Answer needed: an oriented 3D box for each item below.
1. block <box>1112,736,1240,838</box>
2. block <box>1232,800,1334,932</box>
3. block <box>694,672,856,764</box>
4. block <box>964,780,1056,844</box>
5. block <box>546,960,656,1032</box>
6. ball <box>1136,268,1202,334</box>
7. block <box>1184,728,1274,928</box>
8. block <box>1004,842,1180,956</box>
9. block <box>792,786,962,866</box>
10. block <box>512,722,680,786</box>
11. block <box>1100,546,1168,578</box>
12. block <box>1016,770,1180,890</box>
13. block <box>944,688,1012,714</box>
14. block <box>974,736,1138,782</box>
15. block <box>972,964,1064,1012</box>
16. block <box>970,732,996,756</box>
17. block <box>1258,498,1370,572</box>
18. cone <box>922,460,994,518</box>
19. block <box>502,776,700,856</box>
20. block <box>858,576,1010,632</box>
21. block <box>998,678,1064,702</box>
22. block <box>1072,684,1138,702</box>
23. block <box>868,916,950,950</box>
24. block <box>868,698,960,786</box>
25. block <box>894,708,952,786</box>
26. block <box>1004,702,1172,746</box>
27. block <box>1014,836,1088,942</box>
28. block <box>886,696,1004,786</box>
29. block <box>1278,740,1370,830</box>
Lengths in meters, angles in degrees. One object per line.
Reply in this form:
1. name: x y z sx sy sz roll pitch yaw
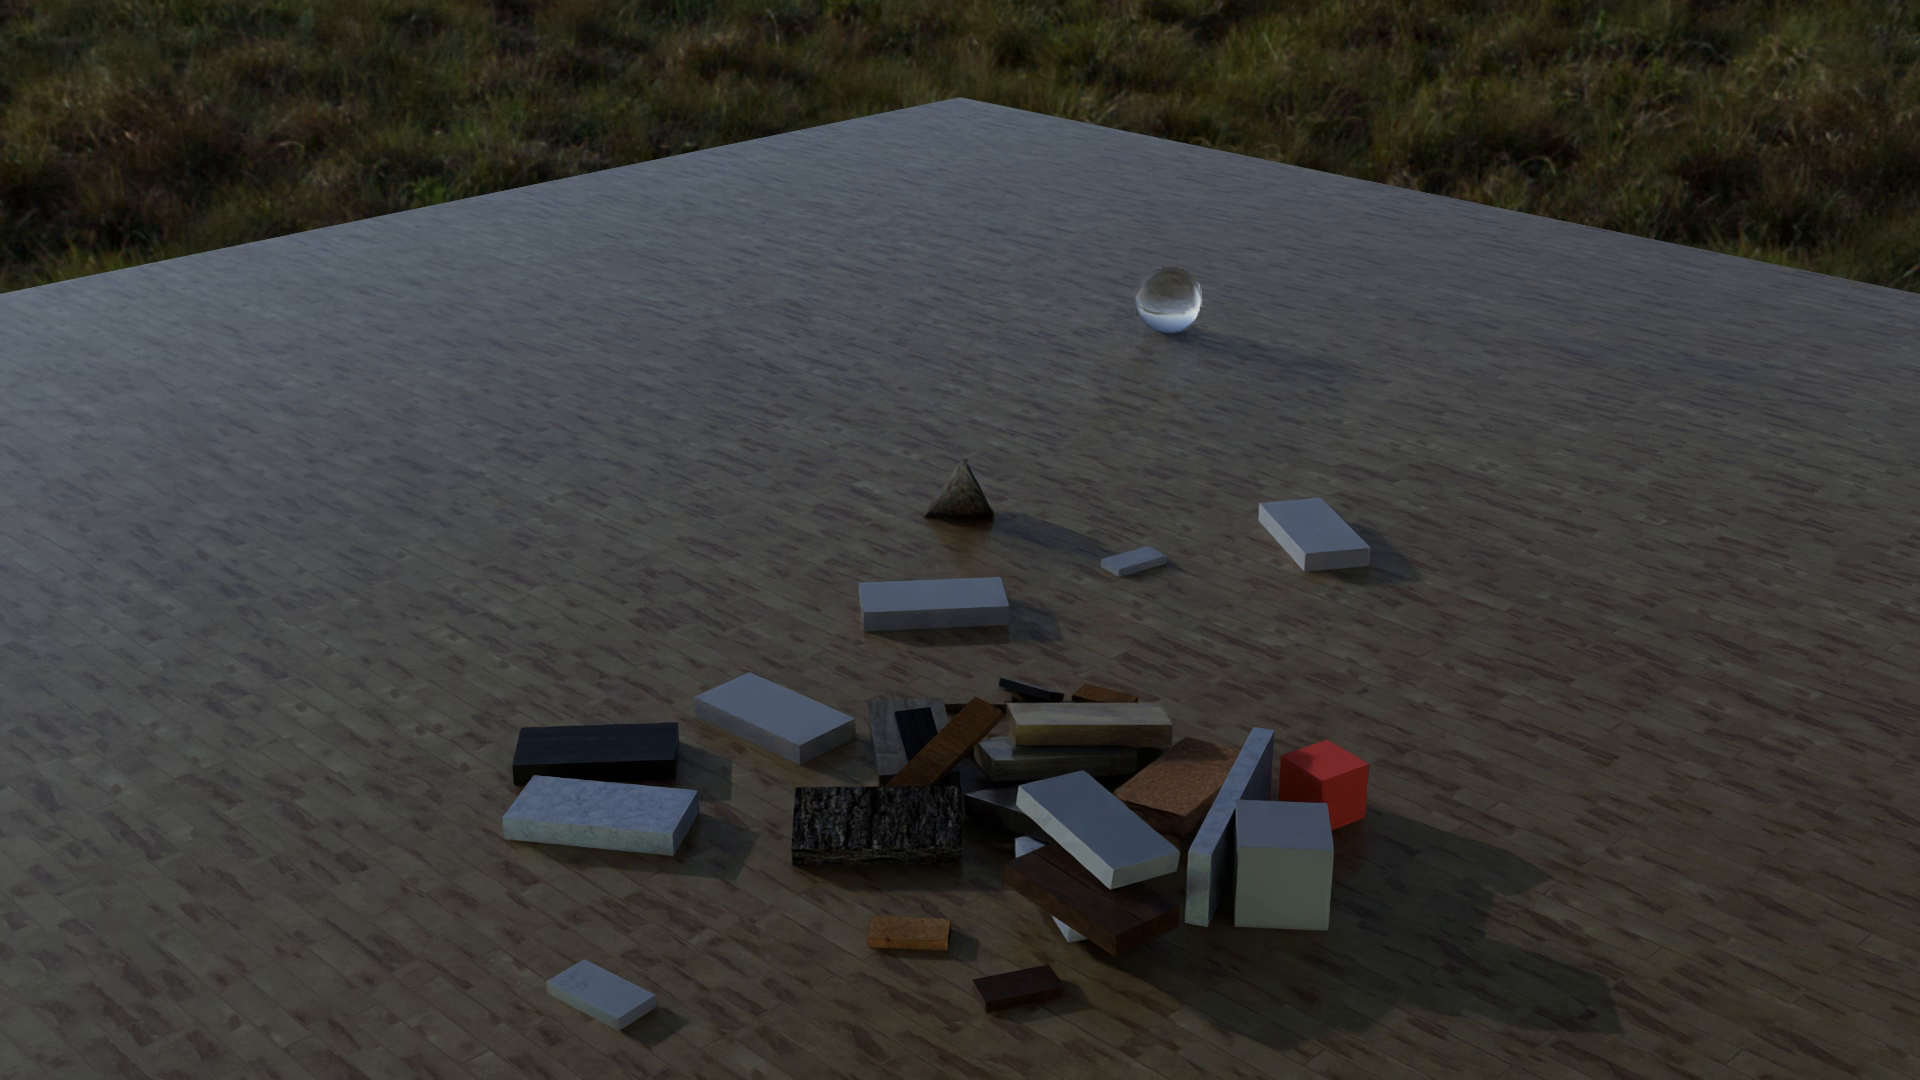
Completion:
1. block: 0.456 0.498 4.462 0.165 0.047 0.396 12 18 26
2. block: 0.601 0.607 4.111 0.172 0.172 0.172 2 23 4
3. block: -0.405 0.386 4.790 0.333 0.047 0.166 20 30 38
4. block: 0.161 0.535 4.337 0.154 0.044 0.309 -10 11 -34
5. block: -0.629 0.796 3.852 0.180 0.026 0.090 17 28 35
6. ball: 0.699 -0.799 7.365 0.217 0.217 0.217 0 23 0
7. block: 0.527 0.548 4.271 0.044 0.154 0.517 8 24 19
8. block: 0.238 0.648 4.020 0.154 0.044 0.309 -17 28 -35
9. block: -0.161 0.561 4.320 0.329 0.047 0.165 0 40 -1
10. block: -0.765 0.450 4.640 0.333 0.047 0.166 -2 23 -4
11. block: 0.443 0.054 5.605 0.153 0.022 0.077 -15 27 -31
12. block: 0.256 0.540 4.129 0.154 0.044 0.308 -9 30 -32
13. block: 0.039 0.358 4.890 0.153 0.022 0.077 1 23 2
14. block: 0.198 0.450 4.578 0.308 0.044 0.154 -1 12 -15
15. block: 0.102 0.789 3.874 0.146 0.021 0.073 -8 24 -17
16. block: 0.059 0.445 4.688 0.066 0.019 0.131 -13 26 -28
17. block: 0.921 -0.017 5.737 0.175 0.049 0.349 -5 23 -11
18. cone: -0.025 -0.101 5.901 0.170 0.170 0.170 -28 24 3
19. block: -0.716 0.550 4.402 0.349 0.049 0.175 4 23 10
20. block: -0.065 0.154 5.334 0.349 0.049 0.175 -2 23 -6
21. block: 0.159 0.335 4.914 0.131 0.019 0.066 14 1 30
22. block: 0.323 0.356 4.899 0.131 0.019 0.066 13 26 28
23. block: -0.092 0.721 4.035 0.146 0.021 0.073 2 23 4
24. block: -0.102 0.435 4.674 0.166 0.047 0.333 -3 23 -6
25. block: -0.068 0.462 4.515 0.077 0.022 0.299 -7 43 -11
26. block: 0.271 0.389 4.660 0.329 0.047 0.165 0 12 -7
27. block: 0.225 0.644 4.141 0.154 0.044 0.309 -7 24 -15
28. block: -0.048 0.449 4.496 0.073 0.021 0.367 27 49 26
29. block: 0.732 0.497 4.431 0.123 0.123 0.123 -14 27 -30
